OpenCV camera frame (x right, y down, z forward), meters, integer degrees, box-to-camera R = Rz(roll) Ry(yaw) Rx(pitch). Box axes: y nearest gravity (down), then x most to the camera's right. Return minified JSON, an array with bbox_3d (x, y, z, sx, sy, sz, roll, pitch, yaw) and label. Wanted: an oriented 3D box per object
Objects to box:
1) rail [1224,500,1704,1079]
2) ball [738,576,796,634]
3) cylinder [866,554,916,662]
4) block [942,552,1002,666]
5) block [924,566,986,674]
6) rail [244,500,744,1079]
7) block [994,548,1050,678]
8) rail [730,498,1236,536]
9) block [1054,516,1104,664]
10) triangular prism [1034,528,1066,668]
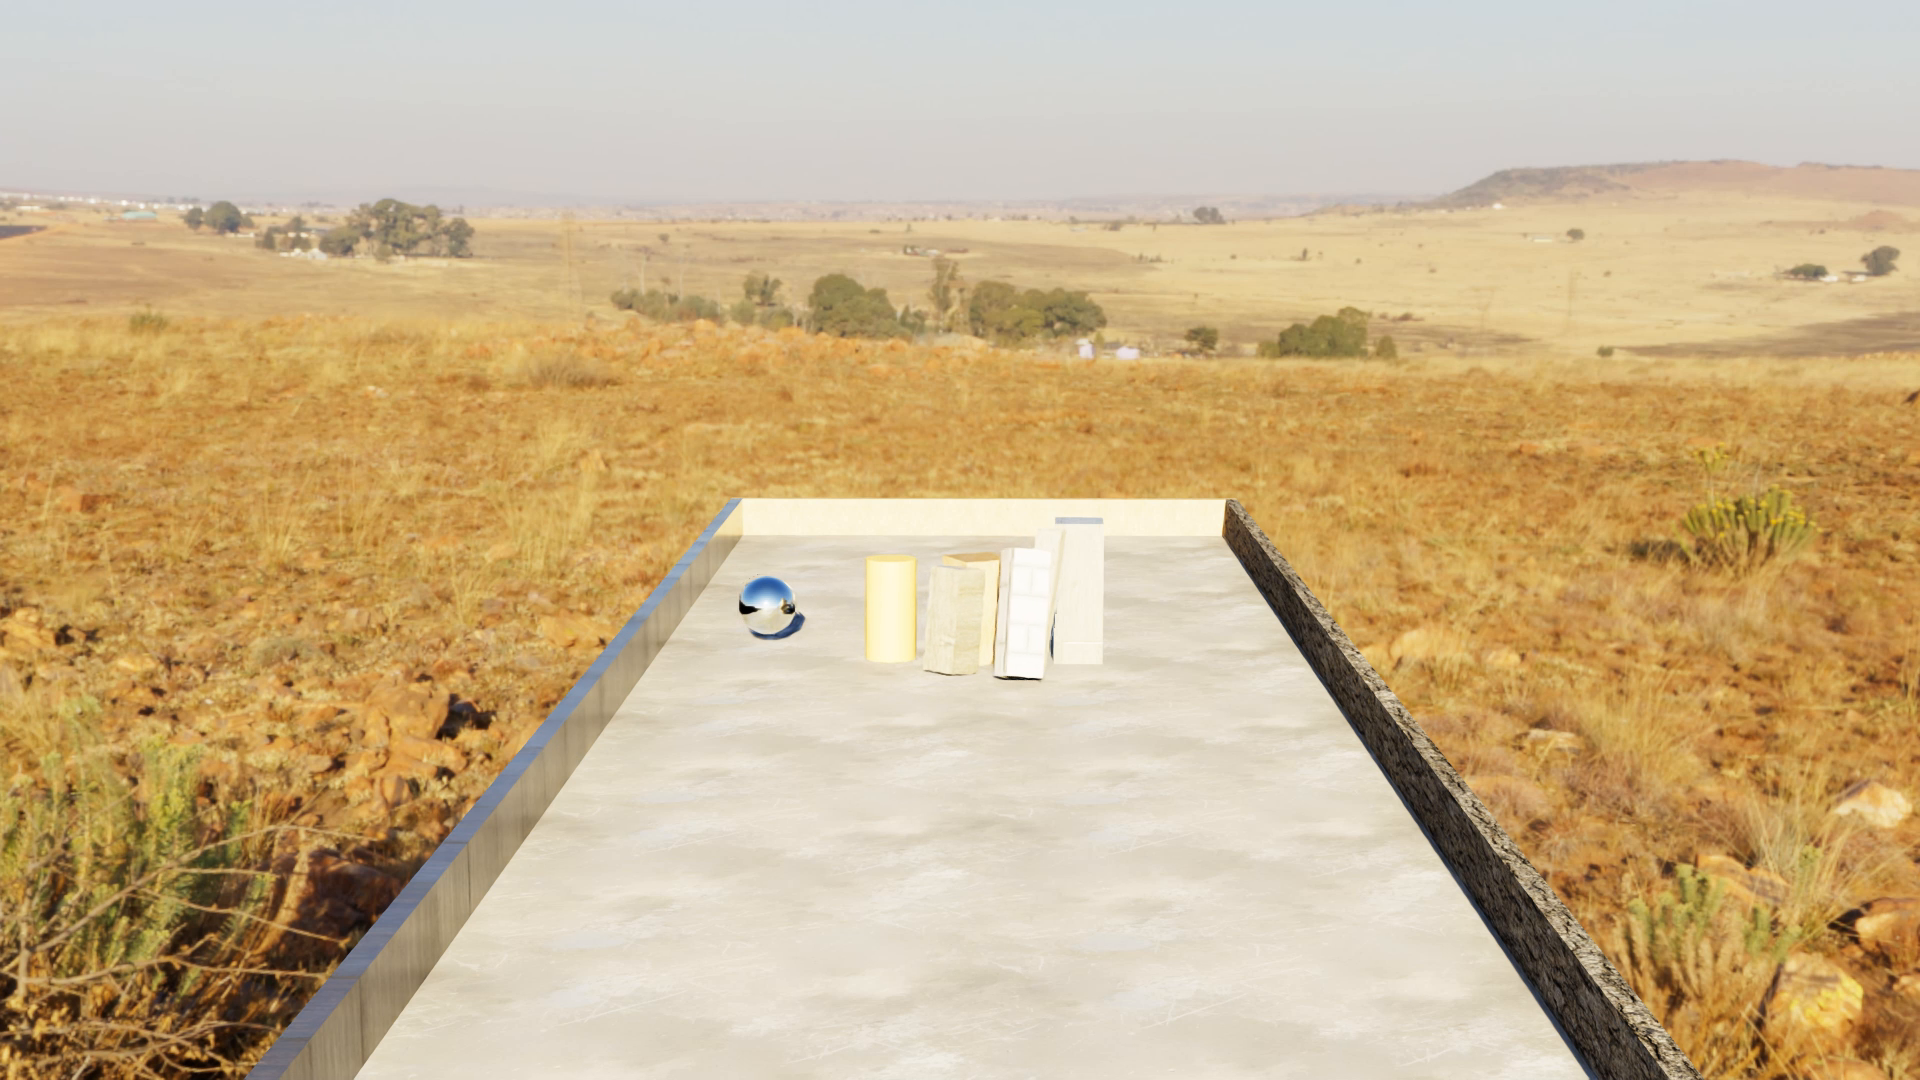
[{"bbox_3d":[1.046,0.843,3.208,0.050,0.150,12.000,0,9,1],"label":"rail"},{"bbox_3d":[-0.601,0.203,6.851,0.182,0.182,0.182,0,9,0],"label":"ball"},{"bbox_3d":[-0.211,0.208,6.712,0.154,0.307,0.154,1,8,0],"label":"cylinder"},{"bbox_3d":[0.053,0.208,6.681,0.161,0.316,0.161,-4,10,-27],"label":"block"},{"bbox_3d":[-0.016,0.235,6.506,0.116,0.308,0.116,8,5,41],"label":"block"},{"bbox_3d":[-1.004,0.839,3.234,0.050,0.150,12.000,0,9,1],"label":"rail"},{"bbox_3d":[0.180,0.215,6.391,0.111,0.368,0.111,6,-6,-19],"label":"block"},{"bbox_3d":[0.099,-0.098,9.147,2.100,0.150,0.050,0,9,1],"label":"rail"},{"bbox_3d":[0.360,0.152,6.685,0.147,0.427,0.147,0,9,2],"label":"block"},{"bbox_3d":[0.256,0.180,6.497,0.092,0.425,0.079,6,-5,41],"label":"triangular prism"}]
